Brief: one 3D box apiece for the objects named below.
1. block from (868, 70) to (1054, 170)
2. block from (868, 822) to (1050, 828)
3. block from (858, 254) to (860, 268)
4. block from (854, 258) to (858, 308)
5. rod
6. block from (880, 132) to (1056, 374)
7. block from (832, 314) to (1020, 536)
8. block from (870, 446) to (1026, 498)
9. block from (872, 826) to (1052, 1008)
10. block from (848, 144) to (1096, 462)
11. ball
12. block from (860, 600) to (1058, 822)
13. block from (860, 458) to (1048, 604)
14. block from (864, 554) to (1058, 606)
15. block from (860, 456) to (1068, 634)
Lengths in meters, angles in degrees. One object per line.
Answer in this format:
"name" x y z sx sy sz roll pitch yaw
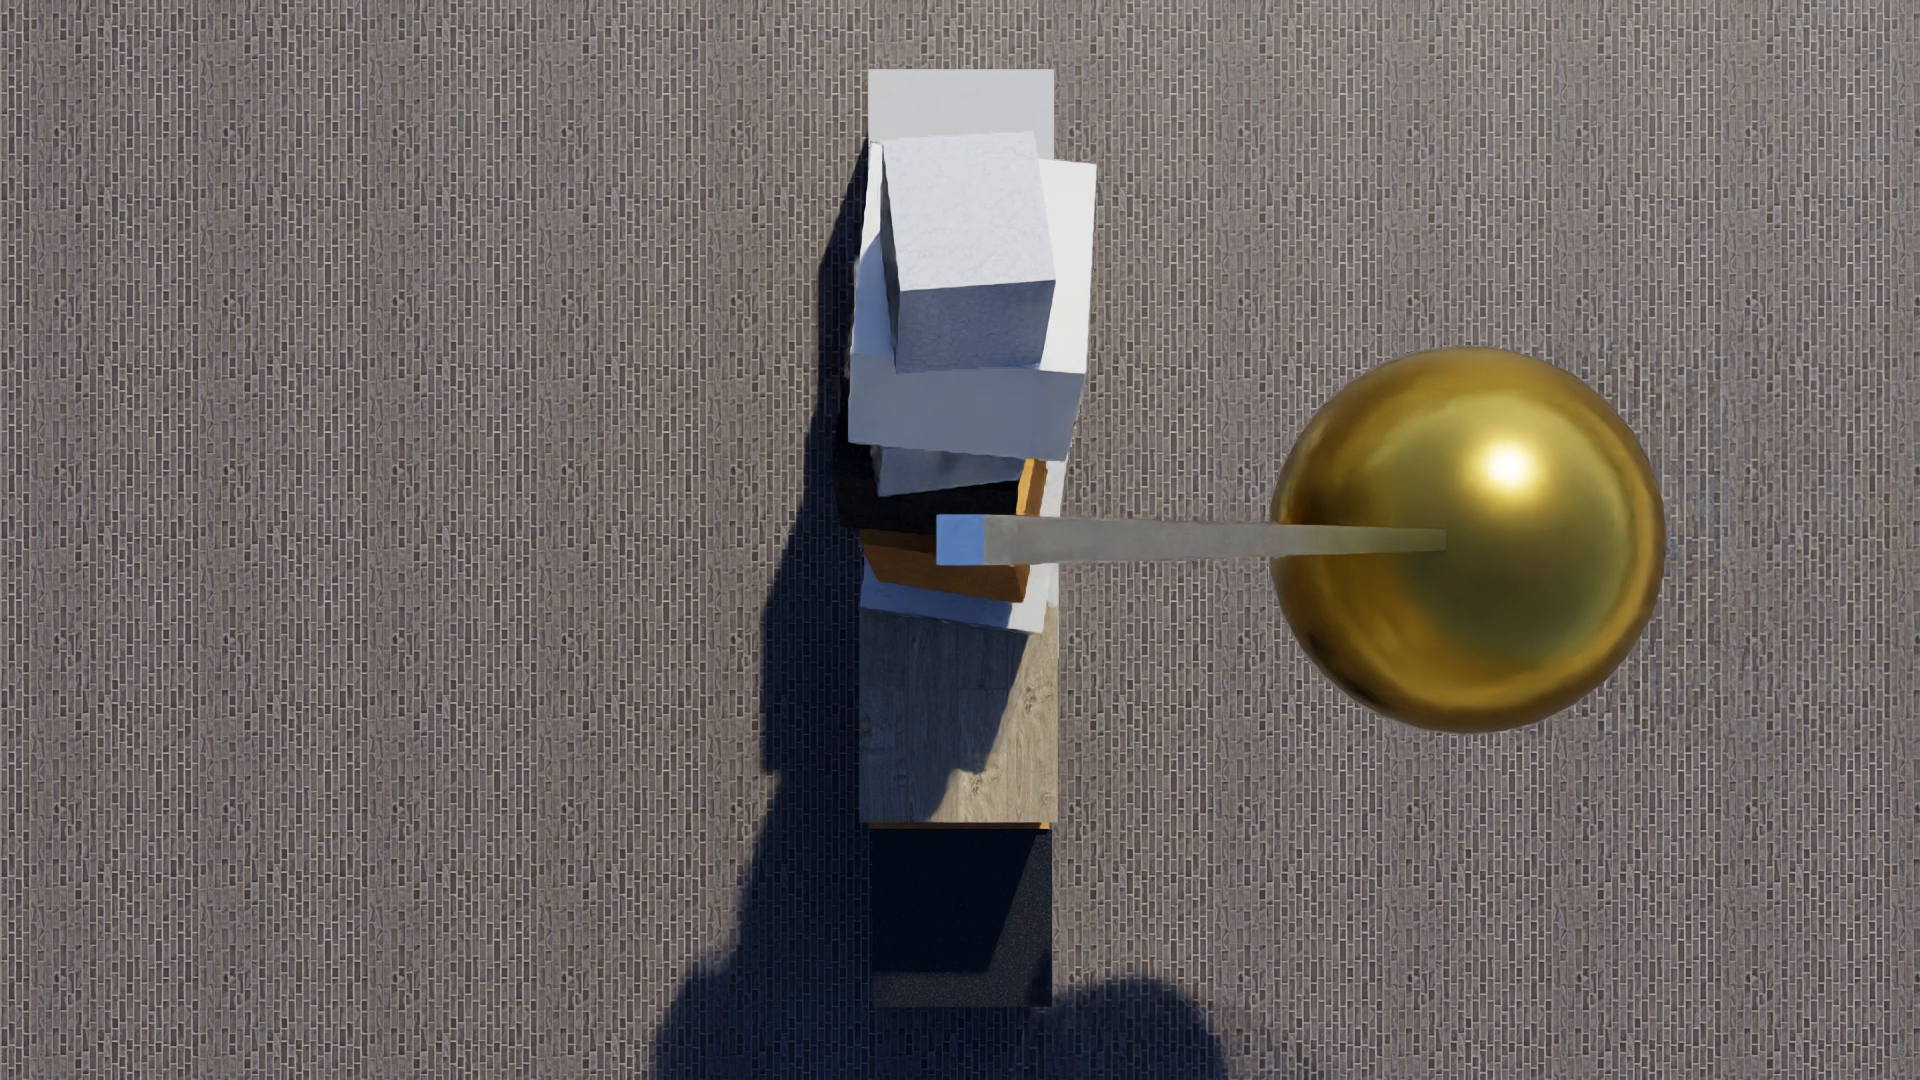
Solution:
"block" 0.007 -2.052 12.468 1.005 1.064 1.006 0 90 0
"block" -0.005 1.115 12.493 0.982 1.015 0.918 0 90 0
"block" 0.005 -0.950 11.471 1.040 0.976 0.936 1 90 0
"block" 0.000 -0.976 12.479 1.153 1.041 1.124 0 90 0
"rod" 0.899 0.000 5.869 0.080 5.200 0.080 0 90 20
"block" 0.012 -0.929 7.154 0.487 0.539 0.551 -5 66 -5
"block" -0.106 -0.447 9.052 0.734 0.713 0.679 6 74 2
"block" -0.064 -0.560 8.369 0.564 0.595 0.559 -7 71 -7
"block" 0.014 2.069 12.514 0.983 0.972 0.971 0 90 0
"block" 0.035 -0.828 7.775 0.785 0.666 0.832 5 66 -2
"ball" 2.074 0.000 9.060 1.600 1.600 1.600 0 90 0
"block" -0.007 0.871 11.485 0.992 1.001 1.080 0 90 0
"block" -0.014 -0.150 9.695 0.671 0.631 0.631 9 75 8
"block" 0.009 0.121 12.513 1.062 0.975 1.051 0 90 0
"block" 0.002 -0.024 10.589 0.857 0.791 0.836 8 87 -2
